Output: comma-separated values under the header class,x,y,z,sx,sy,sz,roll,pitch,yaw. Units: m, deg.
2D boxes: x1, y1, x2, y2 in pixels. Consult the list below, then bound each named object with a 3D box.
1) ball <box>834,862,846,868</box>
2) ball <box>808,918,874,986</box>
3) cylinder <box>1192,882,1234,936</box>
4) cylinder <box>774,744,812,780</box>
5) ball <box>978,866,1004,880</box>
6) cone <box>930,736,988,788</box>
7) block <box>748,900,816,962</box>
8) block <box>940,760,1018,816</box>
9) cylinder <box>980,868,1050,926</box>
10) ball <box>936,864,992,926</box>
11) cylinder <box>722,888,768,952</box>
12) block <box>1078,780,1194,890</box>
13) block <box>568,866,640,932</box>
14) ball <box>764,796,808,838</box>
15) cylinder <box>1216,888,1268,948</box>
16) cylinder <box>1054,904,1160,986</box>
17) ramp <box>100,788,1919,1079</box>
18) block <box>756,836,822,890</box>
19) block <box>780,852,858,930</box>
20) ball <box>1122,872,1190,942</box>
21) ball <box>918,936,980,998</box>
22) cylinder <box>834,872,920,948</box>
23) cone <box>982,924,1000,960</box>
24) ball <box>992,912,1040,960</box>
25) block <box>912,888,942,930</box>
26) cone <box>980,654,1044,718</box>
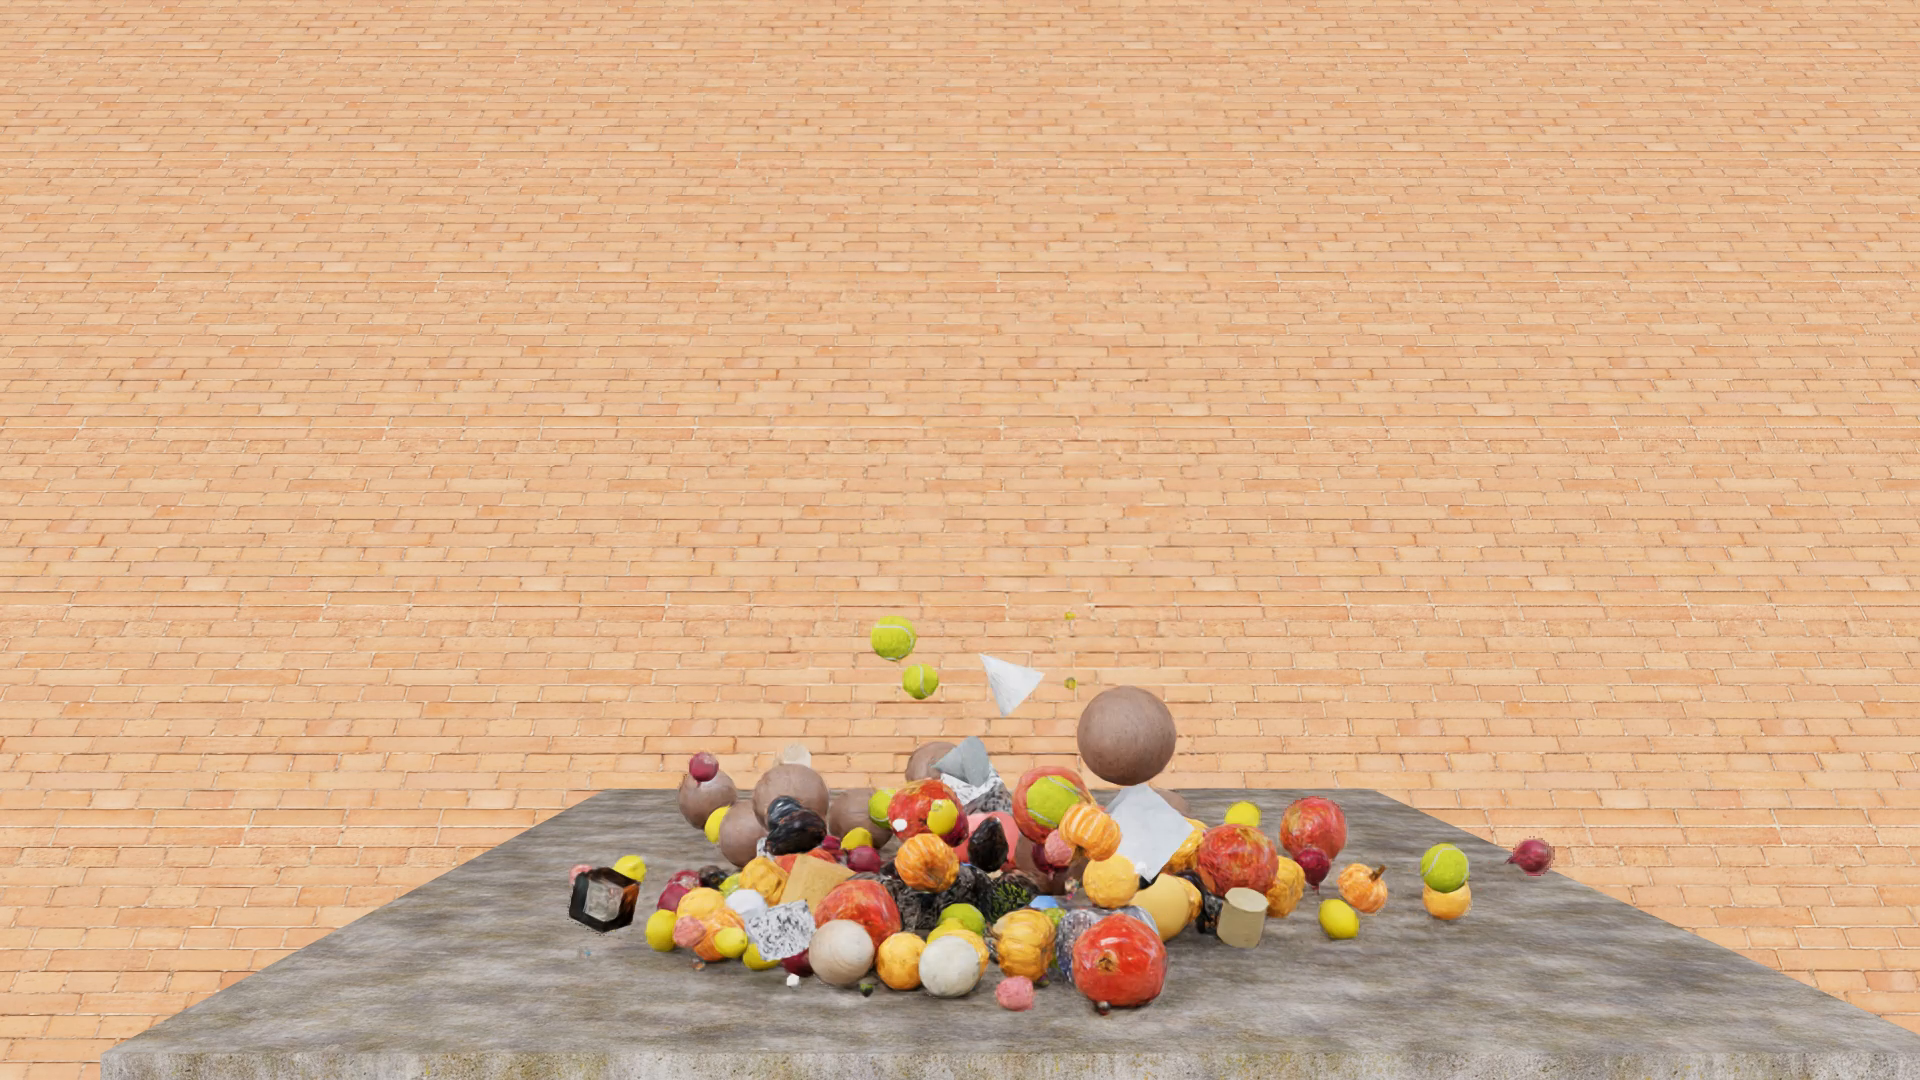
class,x,y,z,sx,sy,sz,roll,pitch,yaw
ball,-0.205,0.561,4.302,0.051,0.051,0.051,0,34,0
ball,-0.148,0.515,3.239,0.083,0.083,0.083,0,34,0
cylinder,0.383,0.546,3.807,0.063,0.063,0.063,-29,39,-5
cylinder,-0.325,0.430,5.023,0.059,0.059,0.059,7,71,-20
ball,0.041,0.543,4.008,0.079,0.079,0.079,0,34,0
cone,-0.011,0.338,3.919,0.079,0.079,0.079,-10,27,30
block,-0.222,0.492,3.269,0.055,0.055,0.055,-17,4,39
block,0.035,0.469,4.811,0.093,0.093,0.093,-31,44,-5
cylinder,0.081,0.525,3.743,0.093,0.093,0.093,5,-1,7
ball,0.008,0.524,3.829,0.089,0.089,0.089,0,34,0
cylinder,-0.295,0.531,3.627,0.066,0.066,0.066,-10,19,-14
block,0.234,0.391,3.441,0.096,0.096,0.096,42,74,1
block,-0.471,0.475,3.432,0.061,0.061,0.061,20,13,29
ball,-0.273,0.433,4.066,0.066,0.066,0.066,0,34,0
cylinder,0.390,0.522,3.584,0.060,0.060,0.060,9,23,-4
cylinder,0.188,0.517,3.314,0.096,0.096,0.096,1,28,-35
ramp,0.075,0.651,4.789,2.000,0.100,4.000,0,-1,0
block,-0.291,0.551,4.440,0.083,0.083,0.083,-1,-1,26
block,-0.192,0.498,3.624,0.087,0.087,0.087,21,-1,-16
ball,0.280,0.525,3.709,0.099,0.099,0.099,0,34,0
ball,-0.013,0.524,3.183,0.076,0.076,0.076,0,34,0
cylinder,-0.113,0.504,3.547,0.092,0.092,0.092,-16,5,-22
cone,0.044,0.558,3.526,0.050,0.050,0.050,12,31,18
ball,0.076,0.534,3.498,0.066,0.066,0.066,0,34,0
block,-0.059,0.551,3.873,0.055,0.055,0.055,0,-1,13
cone,0.065,0.212,4.097,0.097,0.097,0.097,44,42,-3
